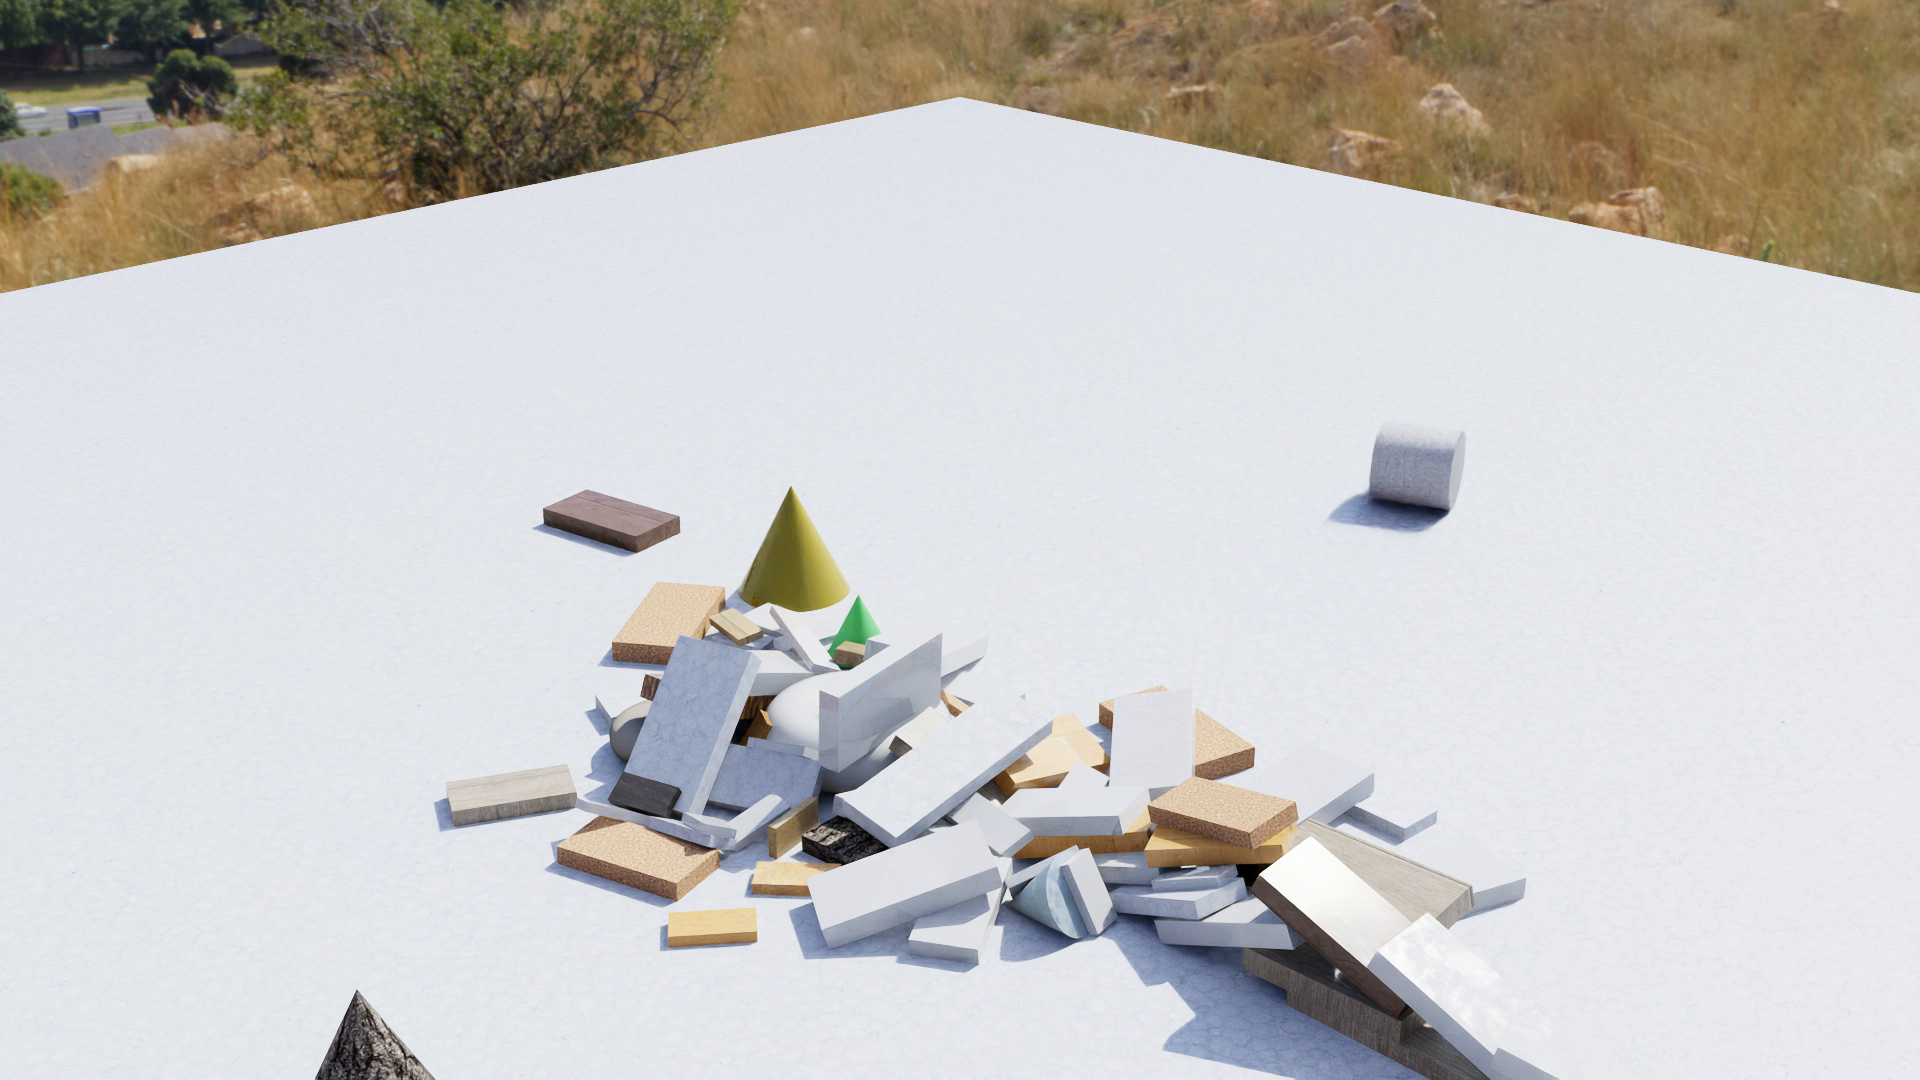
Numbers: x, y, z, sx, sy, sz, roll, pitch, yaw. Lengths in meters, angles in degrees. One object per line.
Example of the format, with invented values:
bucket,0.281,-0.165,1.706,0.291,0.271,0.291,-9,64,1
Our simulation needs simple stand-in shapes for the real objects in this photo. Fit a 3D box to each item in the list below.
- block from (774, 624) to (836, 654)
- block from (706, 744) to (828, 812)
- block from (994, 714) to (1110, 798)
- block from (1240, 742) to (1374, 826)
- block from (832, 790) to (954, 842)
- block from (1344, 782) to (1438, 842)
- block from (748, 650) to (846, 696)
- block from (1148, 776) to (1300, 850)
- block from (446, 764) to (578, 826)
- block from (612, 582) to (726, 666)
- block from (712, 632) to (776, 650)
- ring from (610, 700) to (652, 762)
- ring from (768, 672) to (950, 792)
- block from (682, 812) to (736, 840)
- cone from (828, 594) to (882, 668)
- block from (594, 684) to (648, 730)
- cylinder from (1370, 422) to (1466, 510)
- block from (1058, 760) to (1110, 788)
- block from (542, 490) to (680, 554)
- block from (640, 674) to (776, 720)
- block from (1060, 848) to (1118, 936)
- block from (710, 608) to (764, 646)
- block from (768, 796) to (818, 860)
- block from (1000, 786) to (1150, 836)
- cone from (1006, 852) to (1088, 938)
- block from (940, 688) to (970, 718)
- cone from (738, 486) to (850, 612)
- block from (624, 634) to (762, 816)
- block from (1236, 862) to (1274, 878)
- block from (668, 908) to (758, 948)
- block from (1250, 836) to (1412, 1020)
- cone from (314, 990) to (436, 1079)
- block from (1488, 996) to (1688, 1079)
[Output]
block,-0.358,0.232,5.110,0.135,0.019,0.068,-16,28,-33
block,-0.406,0.491,4.462,0.249,0.035,0.125,9,67,19
block,0.167,0.441,4.532,0.284,0.040,0.142,-7,46,-43
block,0.657,0.527,4.410,0.338,0.048,0.169,-26,34,-35
block,-0.109,0.552,4.348,0.259,0.037,0.130,16,10,28
block,0.844,0.538,4.453,0.108,0.031,0.217,-20,30,-39
block,-0.421,0.291,4.842,0.178,0.050,0.356,17,7,34
block,0.489,0.507,4.103,0.130,0.037,0.259,-26,22,-35
block,-0.916,0.520,4.490,0.249,0.035,0.125,-7,24,-17
block,-0.689,0.197,5.234,0.173,0.049,0.346,4,23,9
block,-0.508,0.238,5.176,0.135,0.019,0.068,11,25,24
ring,-0.618,0.410,4.684,0.258,0.086,0.258,-1,20,1
ring,-0.217,0.402,4.642,0.409,0.136,0.409,1,22,0
block,-0.492,0.559,4.308,0.068,0.019,0.136,14,-3,-24
cone,-0.231,0.193,5.034,0.152,0.152,0.152,0,23,0
block,-0.669,0.358,4.871,0.249,0.035,0.125,-10,25,-23
cylinder,1.241,-0.201,5.963,0.213,0.213,0.213,9,25,21
block,0.235,0.516,4.442,0.075,0.021,0.149,29,46,13
block,-0.923,-0.052,5.822,0.336,0.048,0.168,15,27,32
block,-0.506,0.334,4.737,0.178,0.050,0.356,17,6,29
block,0.239,0.649,4.059,0.020,0.142,0.071,-19,7,40
block,-0.528,0.205,5.189,0.067,0.019,0.135,-22,34,-30
block,-0.328,0.567,4.336,0.020,0.069,0.139,14,27,30
block,0.213,0.528,4.280,0.283,0.040,0.141,-5,15,30
cone,0.147,0.670,4.091,0.159,0.159,0.159,-17,10,37
block,0.014,0.377,4.742,0.135,0.019,0.067,36,11,-23
cone,-0.412,-0.006,5.418,0.279,0.279,0.279,0,23,0
block,-0.554,0.381,4.496,0.178,0.050,0.355,12,70,25
block,0.542,0.618,4.144,0.035,0.124,0.248,-15,27,-32
block,-0.455,0.713,4.050,0.162,0.023,0.081,-3,23,-6
block,0.672,0.661,3.770,0.324,0.046,0.162,40,41,23
cone,-0.959,0.818,3.540,0.228,0.228,0.228,0,23,0
block,1.017,0.857,3.494,0.315,0.045,0.157,26,31,20
